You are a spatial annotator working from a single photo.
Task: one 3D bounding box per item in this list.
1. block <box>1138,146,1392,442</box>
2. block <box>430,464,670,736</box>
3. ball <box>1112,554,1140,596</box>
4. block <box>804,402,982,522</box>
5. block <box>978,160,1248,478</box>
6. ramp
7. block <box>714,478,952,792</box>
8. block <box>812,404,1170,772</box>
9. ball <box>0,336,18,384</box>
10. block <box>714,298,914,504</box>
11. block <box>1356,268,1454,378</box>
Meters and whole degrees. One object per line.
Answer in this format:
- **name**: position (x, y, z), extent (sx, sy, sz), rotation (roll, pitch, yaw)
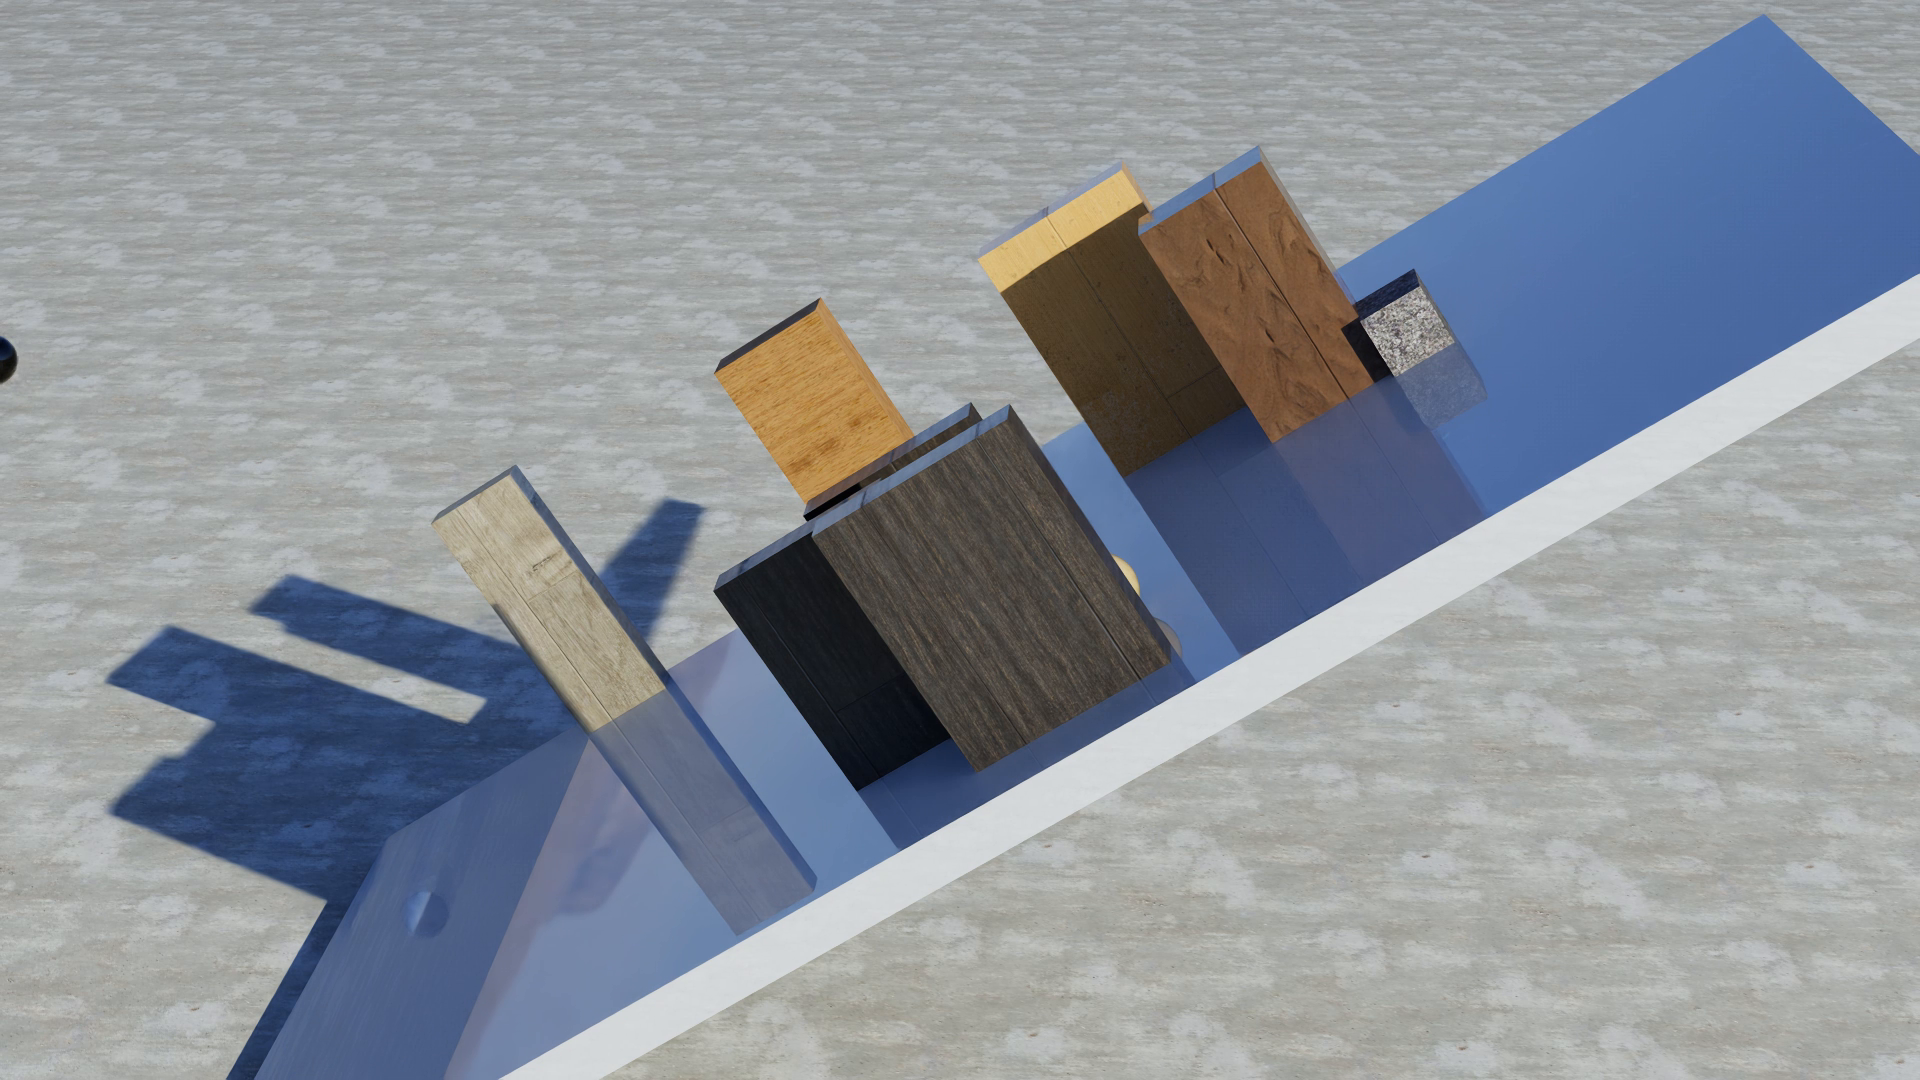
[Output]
- **block**: position (0.636, -0.510, 6.129), extent (0.293, 0.528, 0.145), rotation (-31, 15, 14)
- **block**: position (-1.016, 0.152, 7.320), extent (0.242, 0.664, 0.084), rotation (-31, 15, 14)
- **ball**: position (0.273, 0.101, 5.729), extent (0.157, 0.157, 0.157), rotation (0, 20, 0)
- **block**: position (-0.007, 0.040, 5.847), extent (0.389, 0.500, 0.089), rotation (-31, 15, 14)
- **block**: position (0.359, -0.484, 6.502), extent (0.371, 0.596, 0.098), rotation (-31, 15, 14)
- **ramp**: position (0.139, 0.171, 6.295), extent (4.000, 0.100, 2.000), rotation (-31, 15, 14)
- **block**: position (-0.178, 0.188, 5.750), extent (0.384, 0.501, 0.087), rotation (-31, 15, 14)
- **block**: position (0.061, 0.094, 5.430), extent (0.427, 0.554, 0.092), rotation (-31, 15, 14)
- **ball**: position (-3.852, -0.717, 11.687), extent (0.208, 0.208, 0.208), rotation (0, 20, 0)
- **block**: position (-0.230, -0.169, 6.561), extent (0.271, 0.707, 0.106), rotation (-31, 15, 14)
- **block**: position (0.921, -0.451, 6.091), extent (0.141, 0.141, 0.141), rotation (-31, 15, 14)
